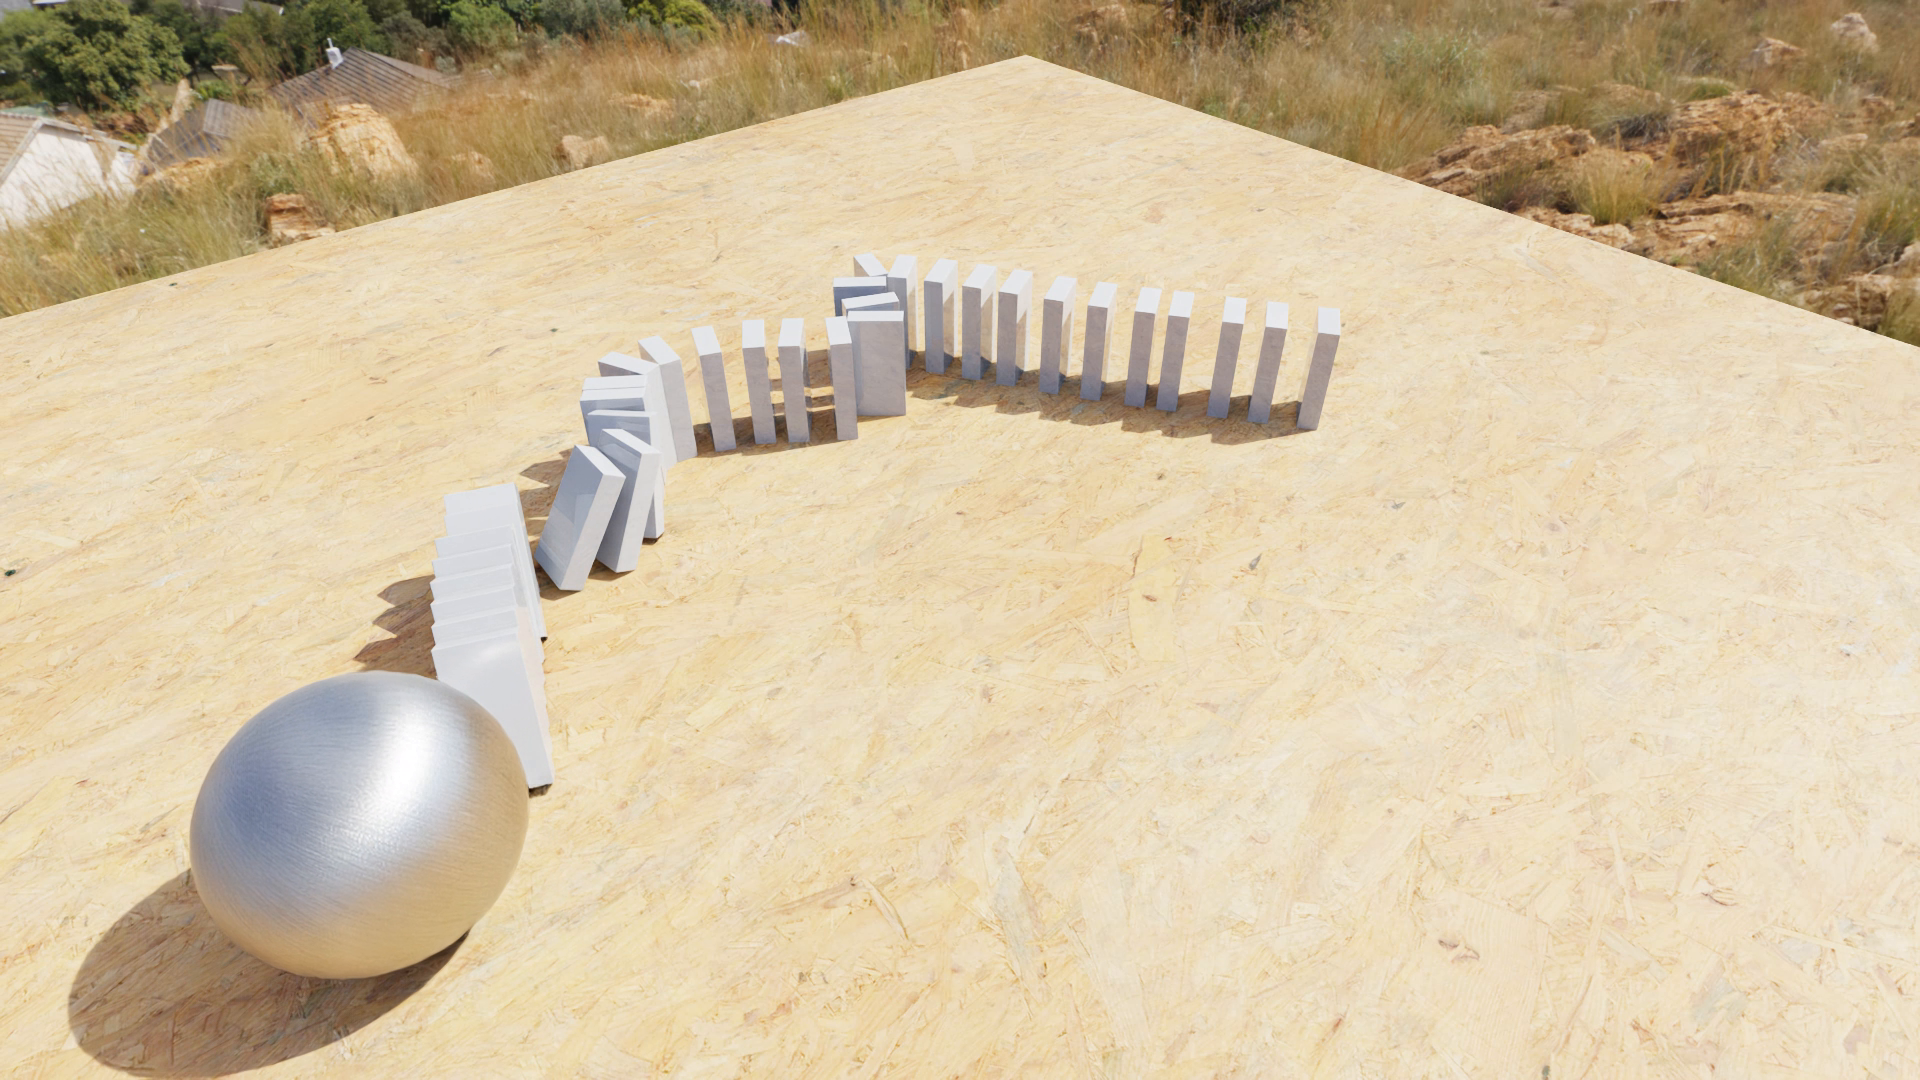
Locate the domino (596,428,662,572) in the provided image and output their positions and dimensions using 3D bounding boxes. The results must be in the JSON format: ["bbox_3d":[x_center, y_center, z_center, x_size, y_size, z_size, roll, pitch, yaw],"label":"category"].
[{"bbox_3d":[-0.134,-0.016,0.431,0.025,0.050,0.009,28,21,29],"label":"domino"}]

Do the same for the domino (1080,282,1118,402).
[{"bbox_3d":[0.066,-0.095,0.527,0.010,0.050,0.025,11,40,13],"label":"domino"}]

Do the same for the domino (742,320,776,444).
[{"bbox_3d":[-0.091,-0.071,0.499,0.009,0.050,0.025,-5,40,-7],"label":"domino"}]

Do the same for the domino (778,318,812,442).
[{"bbox_3d":[-0.074,-0.072,0.500,0.009,0.050,0.025,-2,39,-2],"label":"domino"}]

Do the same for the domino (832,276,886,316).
[{"bbox_3d":[-0.048,-0.103,0.538,0.025,0.050,0.009,-2,39,-2],"label":"domino"}]

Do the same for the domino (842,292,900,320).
[{"bbox_3d":[-0.041,-0.091,0.523,0.025,0.050,0.010,-11,41,-13],"label":"domino"}]

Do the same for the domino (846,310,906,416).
[{"bbox_3d":[-0.038,-0.082,0.511,0.025,0.050,0.009,0,39,0],"label":"domino"}]

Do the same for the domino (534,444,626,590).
[{"bbox_3d":[-0.147,-0.008,0.424,0.010,0.050,0.025,7,24,-49],"label":"domino"}]

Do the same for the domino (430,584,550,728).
[{"bbox_3d":[-0.154,0.042,0.362,0.025,0.050,0.009,-12,10,-15],"label":"domino"}]

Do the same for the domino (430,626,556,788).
[{"bbox_3d":[-0.146,0.055,0.346,0.025,0.050,0.009,-12,10,-15],"label":"domino"}]

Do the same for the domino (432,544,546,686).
[{"bbox_3d":[-0.162,0.028,0.379,0.025,0.050,0.009,-12,9,-15],"label":"domino"}]

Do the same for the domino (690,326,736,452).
[{"bbox_3d":[-0.111,-0.068,0.494,0.009,0.050,0.025,-13,41,-15],"label":"domino"}]

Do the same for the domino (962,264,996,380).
[{"bbox_3d":[0.009,-0.107,0.542,0.010,0.050,0.025,12,41,14],"label":"domino"}]

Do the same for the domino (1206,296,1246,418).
[{"bbox_3d":[0.125,-0.085,0.516,0.009,0.050,0.025,9,40,11],"label":"domino"}]

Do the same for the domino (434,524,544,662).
[{"bbox_3d":[-0.165,0.021,0.388,0.025,0.050,0.010,-12,7,-15],"label":"domino"}]

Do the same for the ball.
[{"bbox_3d":[-0.159,0.075,0.296,0.080,0.080,0.080,0,39,0],"label":"ball"}]

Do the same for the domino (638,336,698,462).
[{"bbox_3d":[-0.129,-0.062,0.487,0.009,0.050,0.025,-23,45,-26],"label":"domino"}]

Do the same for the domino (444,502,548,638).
[{"bbox_3d":[-0.169,0.014,0.401,0.025,0.050,0.009,-12,-3,-15],"label":"domino"}]

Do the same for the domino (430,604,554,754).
[{"bbox_3d":[-0.150,0.048,0.354,0.025,0.050,0.010,-12,10,-15],"label":"domino"}]

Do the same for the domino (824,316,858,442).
[{"bbox_3d":[-0.054,-0.073,0.501,0.009,0.050,0.025,-7,40,-8],"label":"domino"}]

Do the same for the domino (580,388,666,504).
[{"bbox_3d":[-0.140,-0.038,0.457,0.025,0.050,0.010,-4,33,-5],"label":"domino"}]

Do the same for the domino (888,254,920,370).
[{"bbox_3d":[-0.028,-0.114,0.550,0.009,0.050,0.025,6,40,7],"label":"domino"}]

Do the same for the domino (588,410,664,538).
[{"bbox_3d":[-0.134,-0.027,0.444,0.025,0.050,0.009,3,18,3],"label":"domino"}]

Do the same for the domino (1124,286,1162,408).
[{"bbox_3d":[0.087,-0.091,0.523,0.009,0.050,0.025,9,40,11],"label":"domino"}]

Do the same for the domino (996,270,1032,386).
[{"bbox_3d":[0.027,-0.103,0.538,0.009,0.050,0.025,13,41,15],"label":"domino"}]

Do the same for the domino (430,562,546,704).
[{"bbox_3d":[-0.158,0.035,0.370,0.025,0.050,0.009,-12,10,-15],"label":"domino"}]

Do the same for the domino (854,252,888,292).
[{"bbox_3d":[-0.044,-0.115,0.552,0.009,0.050,0.025,-15,42,-18],"label":"domino"}]

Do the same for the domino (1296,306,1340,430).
[{"bbox_3d":[0.165,-0.079,0.508,0.009,0.050,0.025,9,40,11],"label":"domino"}]

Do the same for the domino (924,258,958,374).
[{"bbox_3d":[-0.009,-0.111,0.547,0.009,0.050,0.025,11,40,13],"label":"domino"}]

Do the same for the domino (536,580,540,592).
[{"bbox_3d":[-0.185,0.006,0.436,0.025,0.010,0.050,-17,42,-20],"label":"domino"}]

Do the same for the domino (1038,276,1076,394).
[{"bbox_3d":[0.047,-0.099,0.532,0.010,0.050,0.025,12,41,14],"label":"domino"}]

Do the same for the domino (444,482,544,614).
[{"bbox_3d":[-0.175,0.006,0.412,0.025,0.010,0.050,-12,83,-15],"label":"domino"}]

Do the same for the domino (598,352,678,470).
[{"bbox_3d":[-0.140,-0.055,0.479,0.025,0.050,0.009,18,42,20],"label":"domino"}]

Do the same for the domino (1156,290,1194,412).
[{"bbox_3d":[0.102,-0.089,0.520,0.009,0.050,0.025,9,40,11],"label":"domino"}]

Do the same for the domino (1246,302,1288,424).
[{"bbox_3d":[0.143,-0.082,0.512,0.010,0.050,0.025,9,40,11],"label":"domino"}]

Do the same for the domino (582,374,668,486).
[{"bbox_3d":[-0.142,-0.045,0.467,0.025,0.050,0.009,-4,39,-5],"label":"domino"}]
